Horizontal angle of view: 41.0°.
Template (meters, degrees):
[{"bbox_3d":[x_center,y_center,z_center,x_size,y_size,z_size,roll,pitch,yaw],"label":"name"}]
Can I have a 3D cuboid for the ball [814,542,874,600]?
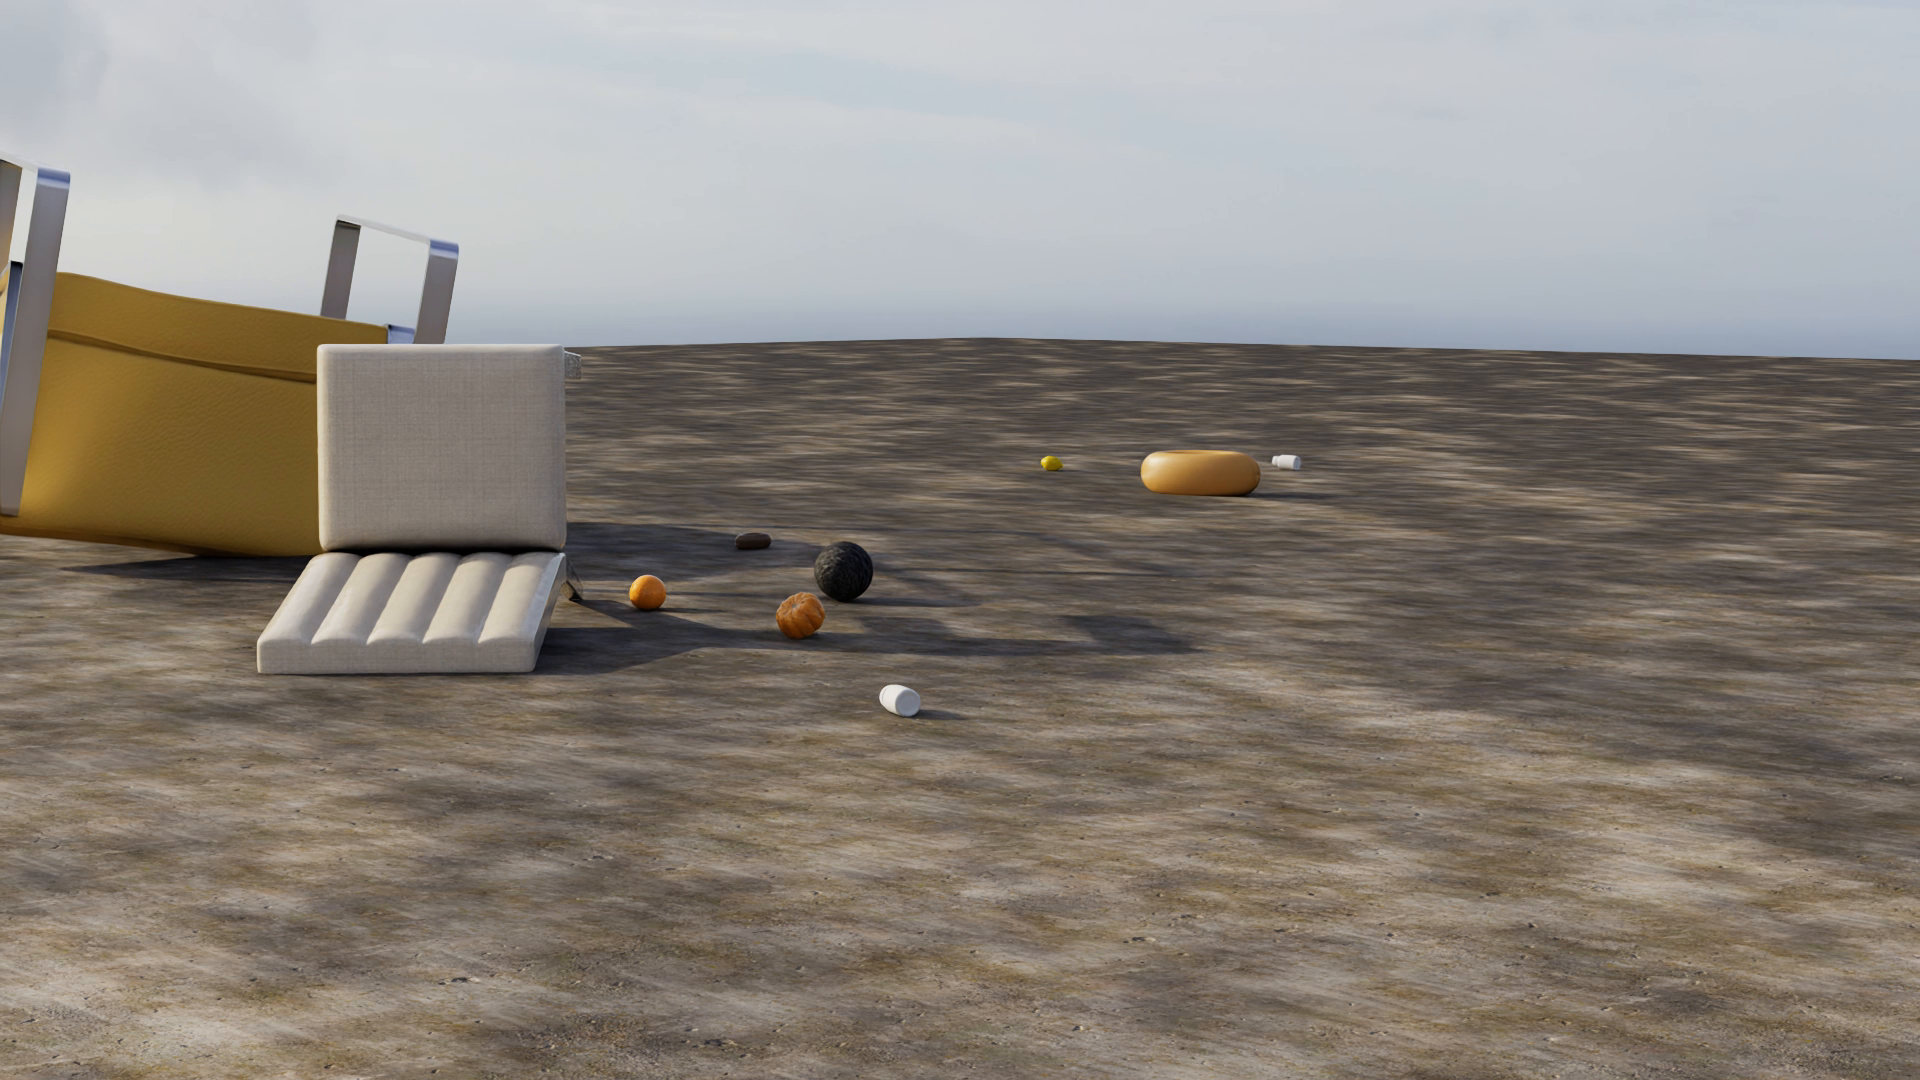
[{"bbox_3d":[-0.236,0.063,5.214,0.120,0.120,0.120,0,6,0],"label":"ball"}]

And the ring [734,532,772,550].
[{"bbox_3d":[-0.501,0.003,6.214,0.101,0.036,0.053,-6,10,-37],"label":"ring"}]

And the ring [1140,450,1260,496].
[{"bbox_3d":[0.726,-0.202,7.756,0.385,0.129,0.166,2,9,28],"label":"ring"}]
